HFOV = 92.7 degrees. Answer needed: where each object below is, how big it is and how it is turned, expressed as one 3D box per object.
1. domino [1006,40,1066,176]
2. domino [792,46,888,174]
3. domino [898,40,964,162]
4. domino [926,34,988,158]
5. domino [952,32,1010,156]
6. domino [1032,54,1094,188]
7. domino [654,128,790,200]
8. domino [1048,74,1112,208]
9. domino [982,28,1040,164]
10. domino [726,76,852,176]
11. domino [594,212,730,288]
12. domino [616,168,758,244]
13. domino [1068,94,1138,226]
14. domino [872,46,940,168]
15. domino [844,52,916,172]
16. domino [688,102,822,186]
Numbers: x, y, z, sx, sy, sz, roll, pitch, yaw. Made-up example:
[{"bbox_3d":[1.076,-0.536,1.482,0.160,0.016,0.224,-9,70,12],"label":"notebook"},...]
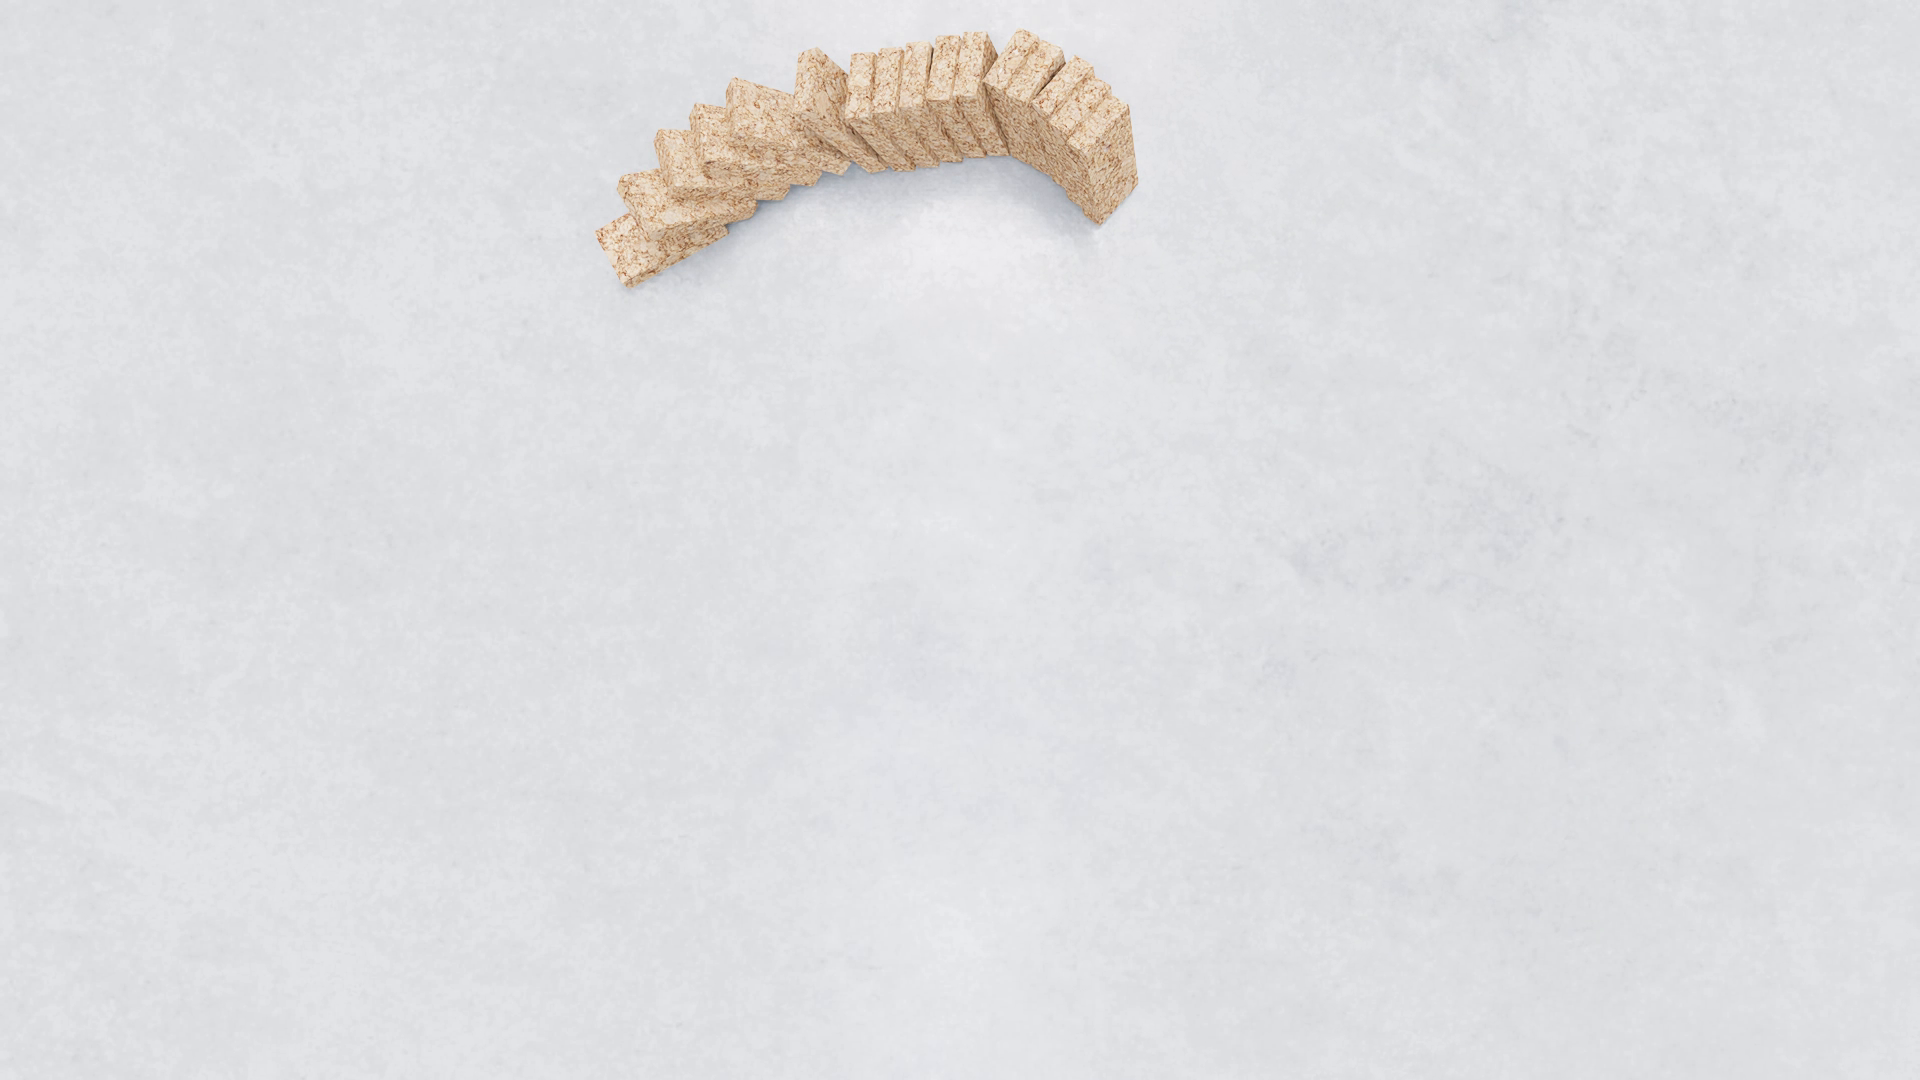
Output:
[{"bbox_3d":[0.035,-0.175,0.375,0.009,0.050,0.025,34,90,20],"label":"domino"},{"bbox_3d":[-0.047,-0.174,0.375,0.010,0.050,0.025,1,83,32],"label":"domino"},{"bbox_3d":[-0.010,-0.178,0.375,0.009,0.050,0.025,6,90,19],"label":"domino"},{"bbox_3d":[0.001,-0.180,0.375,0.010,0.050,0.025,9,90,19],"label":"domino"},{"bbox_3d":[0.011,-0.181,0.375,0.009,0.050,0.025,9,89,19],"label":"domino"},{"bbox_3d":[0.046,-0.169,0.375,0.010,0.050,0.025,42,90,20],"label":"domino"},{"bbox_3d":[-0.098,-0.156,0.381,0.050,0.009,0.025,-14,84,-34],"label":"domino"},{"bbox_3d":[0.052,-0.161,0.375,0.009,0.050,0.025,42,90,20],"label":"domino"},{"bbox_3d":[0.026,-0.180,0.375,0.010,0.050,0.025,34,90,20],"label":"domino"},{"bbox_3d":[-0.071,-0.171,0.380,0.050,0.009,0.025,3,75,-31],"label":"domino"},{"bbox_3d":[-0.128,-0.133,0.395,0.050,0.009,0.025,-29,90,0],"label":"domino"},{"bbox_3d":[-0.112,-0.142,0.380,0.050,0.010,0.025,-30,91,-35],"label":"domino"},{"bbox_3d":[0.059,-0.154,0.375,0.010,0.050,0.025,42,90,20],"label":"domino"},{"bbox_3d":[-0.020,-0.175,0.375,0.010,0.050,0.025,6,90,19],"label":"domino"},{"bbox_3d":[-0.031,-0.174,0.375,0.010,0.050,0.025,6,90,19],"label":"domino"},{"bbox_3d":[-0.084,-0.164,0.381,0.050,0.009,0.025,-7,80,-33],"label":"domino"}]
